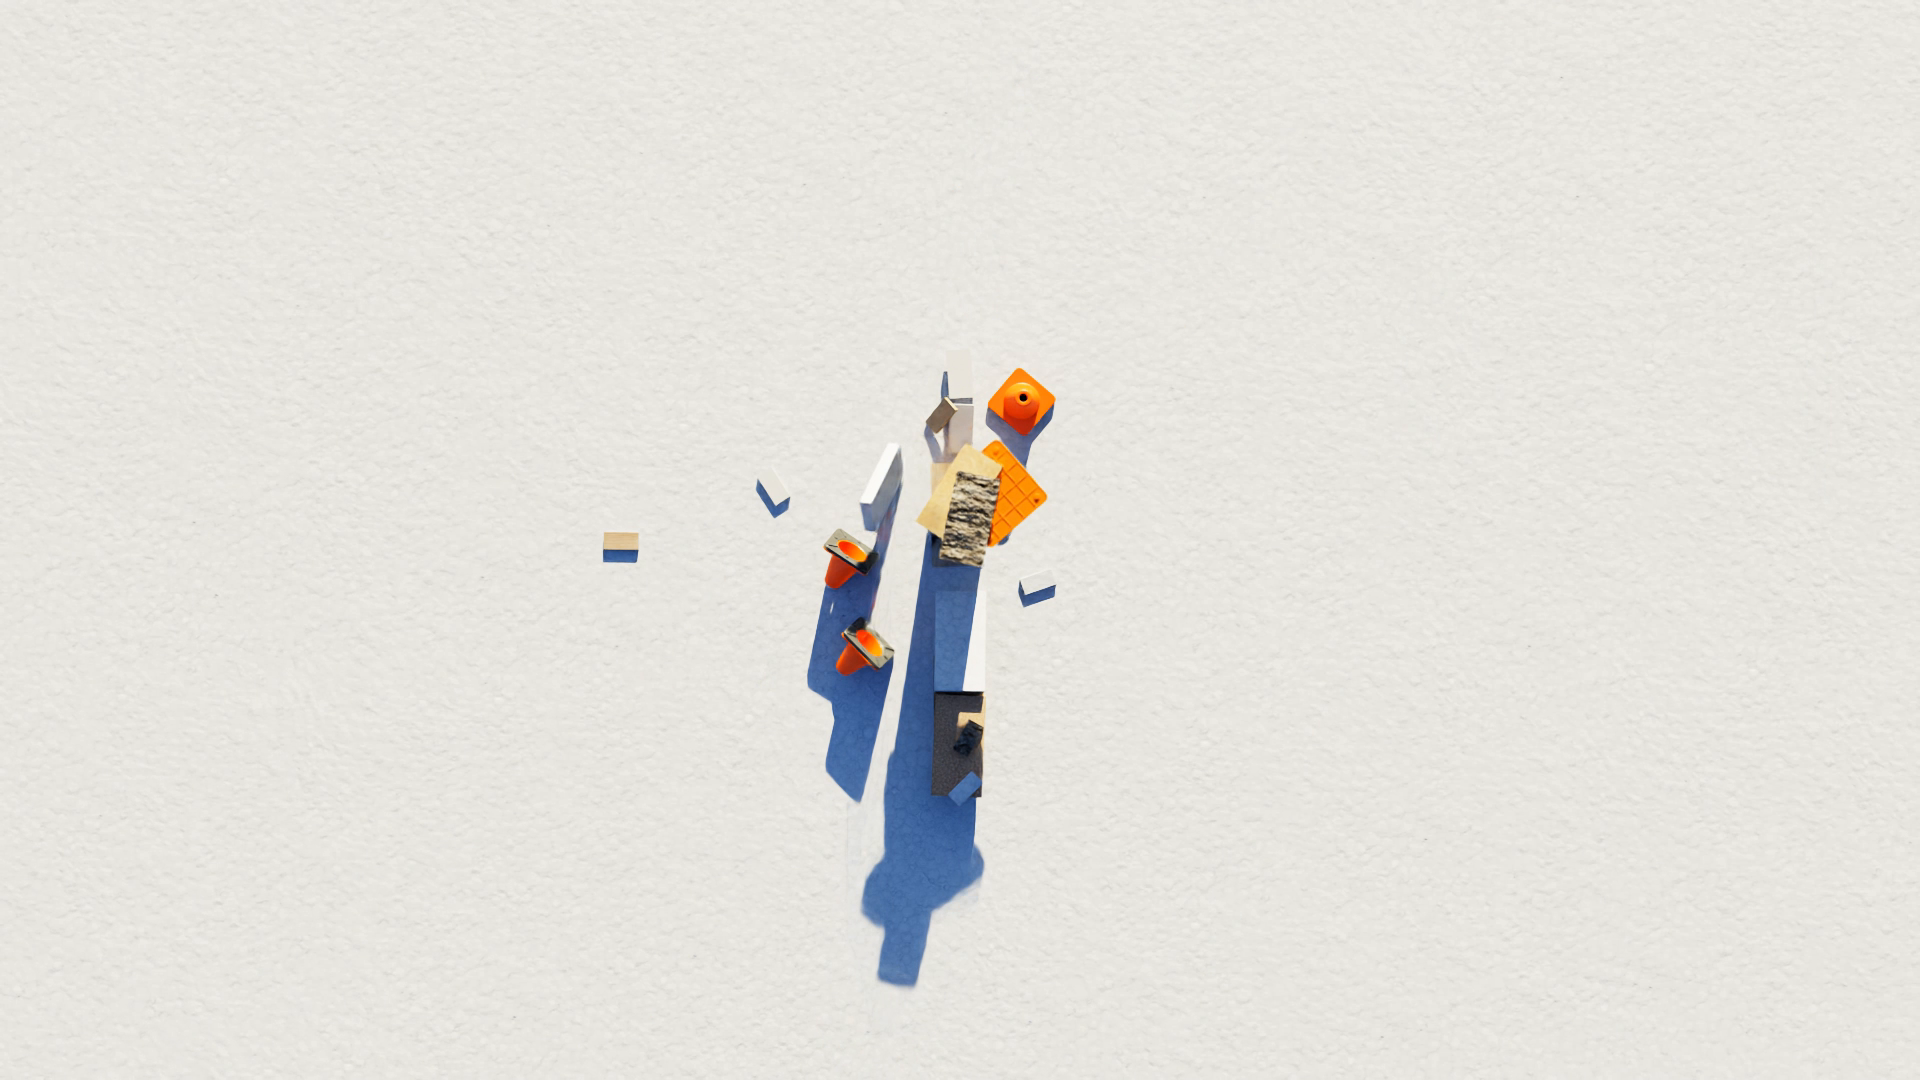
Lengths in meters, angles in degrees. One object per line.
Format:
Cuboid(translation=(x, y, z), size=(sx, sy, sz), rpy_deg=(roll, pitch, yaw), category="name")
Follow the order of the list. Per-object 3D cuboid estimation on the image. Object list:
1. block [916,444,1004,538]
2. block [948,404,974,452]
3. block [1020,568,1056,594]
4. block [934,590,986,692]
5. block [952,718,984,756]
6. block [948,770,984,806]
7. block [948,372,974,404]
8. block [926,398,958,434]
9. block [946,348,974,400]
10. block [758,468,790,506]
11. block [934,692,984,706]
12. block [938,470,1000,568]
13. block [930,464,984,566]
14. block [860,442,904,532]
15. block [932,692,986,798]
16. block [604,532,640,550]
Cuboid(translation=(-0.002, -0.141, 5.070), size=(0.136, 0.039, 0.286), rpy_deg=(33, 93, 1), category="block")
Cuboid(translation=(0.003, -0.371, 5.472), size=(0.080, 0.023, 0.160), rpy_deg=(2, 102, 0), category="block")
Cuboid(translation=(0.260, 0.139, 5.492), size=(0.111, 0.016, 0.055), rpy_deg=(-19, 90, 0), category="block")
Cuboid(translation=(0.001, 0.335, 5.440), size=(0.166, 0.047, 0.332), rpy_deg=(1, 77, 0), category="block")
Cuboid(translation=(0.027, 0.648, 5.398), size=(0.055, 0.016, 0.111), rpy_deg=(29, 90, 0), category="block")
Cuboid(translation=(0.018, 0.814, 5.398), size=(0.111, 0.016, 0.055), rpy_deg=(-45, 90, 0), category="block")
Cuboid(translation=(0.003, -0.481, 5.489), size=(0.080, 0.023, 0.160), rpy_deg=(1, 90, 0), category="block")
Cuboid(translation=(-0.062, -0.411, 5.459), size=(0.057, 0.016, 0.114), rpy_deg=(49, 120, 14), category="block")
Cuboid(translation=(0.000, -0.550, 5.466), size=(0.080, 0.023, 0.160), rpy_deg=(-4, 90, 0), category="block")
Cuboid(translation=(-0.620, -0.178, 5.492), size=(0.057, 0.016, 0.114), rpy_deg=(-33, 90, 0), category="block")
Cuboid(translation=(-0.004, 0.549, 5.476), size=(0.166, 0.047, 0.332), rpy_deg=(0, 90, 0), category="block")
Cuboid(translation=(0.029, -0.064, 5.033), size=(0.136, 0.039, 0.272), rpy_deg=(12, 93, 0), category="block")
Cuboid(translation=(-0.010, -0.078, 5.157), size=(0.160, 0.045, 0.319), rpy_deg=(-1, 90, 0), category="block")
Cuboid(translation=(-0.251, -0.171, 5.361), size=(0.039, 0.136, 0.272), rpy_deg=(11, 51, 16), category="block")
Cuboid(translation=(-0.005, 0.675, 5.429), size=(0.166, 0.047, 0.332), rpy_deg=(3, 90, 0), category="block")
Cuboid(translation=(-1.127, 0.002, 5.492), size=(0.114, 0.016, 0.057), rpy_deg=(1, 90, 0), category="block")
